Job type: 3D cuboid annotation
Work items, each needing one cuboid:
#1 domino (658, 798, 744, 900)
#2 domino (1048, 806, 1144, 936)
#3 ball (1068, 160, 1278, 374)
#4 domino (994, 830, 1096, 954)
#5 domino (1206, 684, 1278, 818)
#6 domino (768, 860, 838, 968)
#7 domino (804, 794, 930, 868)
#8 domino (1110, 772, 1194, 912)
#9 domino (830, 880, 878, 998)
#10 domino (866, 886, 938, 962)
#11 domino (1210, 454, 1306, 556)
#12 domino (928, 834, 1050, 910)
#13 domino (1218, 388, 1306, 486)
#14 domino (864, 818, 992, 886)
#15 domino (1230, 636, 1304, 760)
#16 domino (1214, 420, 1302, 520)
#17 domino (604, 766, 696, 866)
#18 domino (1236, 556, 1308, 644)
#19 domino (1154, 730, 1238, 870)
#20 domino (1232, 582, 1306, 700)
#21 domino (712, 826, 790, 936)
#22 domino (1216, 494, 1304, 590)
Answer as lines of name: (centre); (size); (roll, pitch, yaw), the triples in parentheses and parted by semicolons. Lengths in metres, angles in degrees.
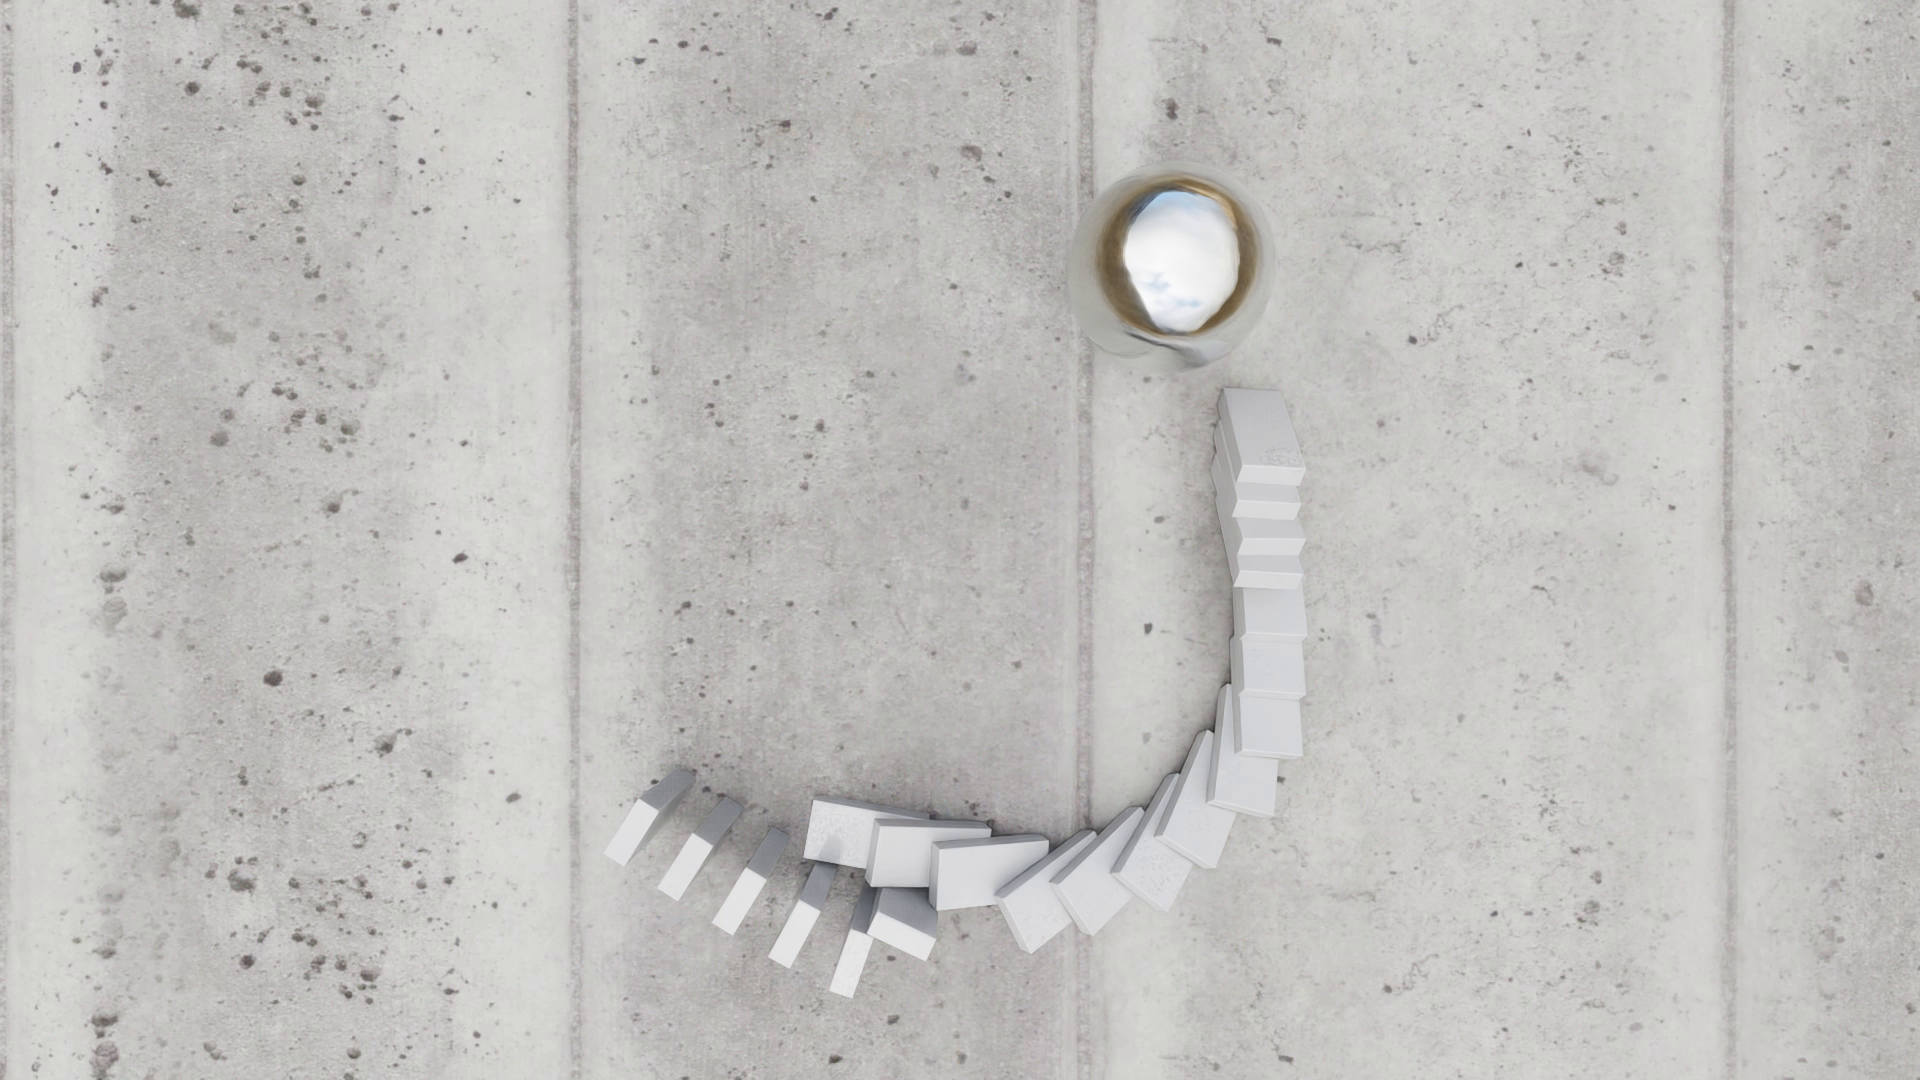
domino: (-0.105, 0.125, 0.375); (0.009, 0.050, 0.025); (33, 90, 0)
domino: (0.064, 0.138, 0.385); (0.050, 0.009, 0.025); (-34, 90, -25)
ball: (0.083, -0.106, 0.360); (0.080, 0.080, 0.080); (0, 90, 0)
domino: (0.041, 0.147, 0.385); (0.050, 0.010, 0.025); (-27, 90, -26)
domino: (0.120, 0.088, 0.385); (0.025, 0.009, 0.050); (15, 65, 0)
domino: (-0.063, 0.151, 0.375); (0.010, 0.050, 0.025); (29, 90, 0)
domino: (-0.040, 0.128, 0.395); (0.050, 0.010, 0.025); (10, 90, 0)
domino: (0.087, 0.126, 0.385); (0.025, 0.010, 0.050); (39, 65, 0)
domino: (-0.041, 0.162, 0.375); (0.009, 0.050, 0.025); (19, 90, 0)
domino: (-0.022, 0.151, 0.375); (0.025, 0.050, 0.009); (25, 90, 0)
domino: (0.122, -0.015, 0.379); (0.025, 0.009, 0.050); (0, 47, -3)
domino: (0.012, 0.139, 0.386); (0.050, 0.010, 0.025); (3, 90, -22)
domino: (0.124, -0.043, 0.379); (0.025, 0.009, 0.050); (3, 46, 0)
domino: (-0.013, 0.132, 0.386); (0.050, 0.010, 0.025); (9, 90, -22)
domino: (0.128, 0.065, 0.385); (0.025, 0.009, 0.050); (6, 66, -1)
domino: (0.122, -0.030, 0.379); (0.025, 0.010, 0.050); (3, 46, 0)
domino: (-0.126, 0.112, 0.375); (0.009, 0.050, 0.025); (33, 90, 0)
domino: (0.130, 0.017, 0.385); (0.025, 0.010, 0.050); (3, 66, 0)
domino: (0.104, 0.109, 0.385); (0.025, 0.010, 0.050); (32, 65, 0)
domino: (0.129, 0.041, 0.385); (0.025, 0.009, 0.050); (5, 66, 0)
domino: (-0.084, 0.138, 0.375); (0.010, 0.050, 0.025); (32, 90, 0)
domino: (0.123, -0.002, 0.379); (0.025, 0.010, 0.050); (3, 46, 0)
